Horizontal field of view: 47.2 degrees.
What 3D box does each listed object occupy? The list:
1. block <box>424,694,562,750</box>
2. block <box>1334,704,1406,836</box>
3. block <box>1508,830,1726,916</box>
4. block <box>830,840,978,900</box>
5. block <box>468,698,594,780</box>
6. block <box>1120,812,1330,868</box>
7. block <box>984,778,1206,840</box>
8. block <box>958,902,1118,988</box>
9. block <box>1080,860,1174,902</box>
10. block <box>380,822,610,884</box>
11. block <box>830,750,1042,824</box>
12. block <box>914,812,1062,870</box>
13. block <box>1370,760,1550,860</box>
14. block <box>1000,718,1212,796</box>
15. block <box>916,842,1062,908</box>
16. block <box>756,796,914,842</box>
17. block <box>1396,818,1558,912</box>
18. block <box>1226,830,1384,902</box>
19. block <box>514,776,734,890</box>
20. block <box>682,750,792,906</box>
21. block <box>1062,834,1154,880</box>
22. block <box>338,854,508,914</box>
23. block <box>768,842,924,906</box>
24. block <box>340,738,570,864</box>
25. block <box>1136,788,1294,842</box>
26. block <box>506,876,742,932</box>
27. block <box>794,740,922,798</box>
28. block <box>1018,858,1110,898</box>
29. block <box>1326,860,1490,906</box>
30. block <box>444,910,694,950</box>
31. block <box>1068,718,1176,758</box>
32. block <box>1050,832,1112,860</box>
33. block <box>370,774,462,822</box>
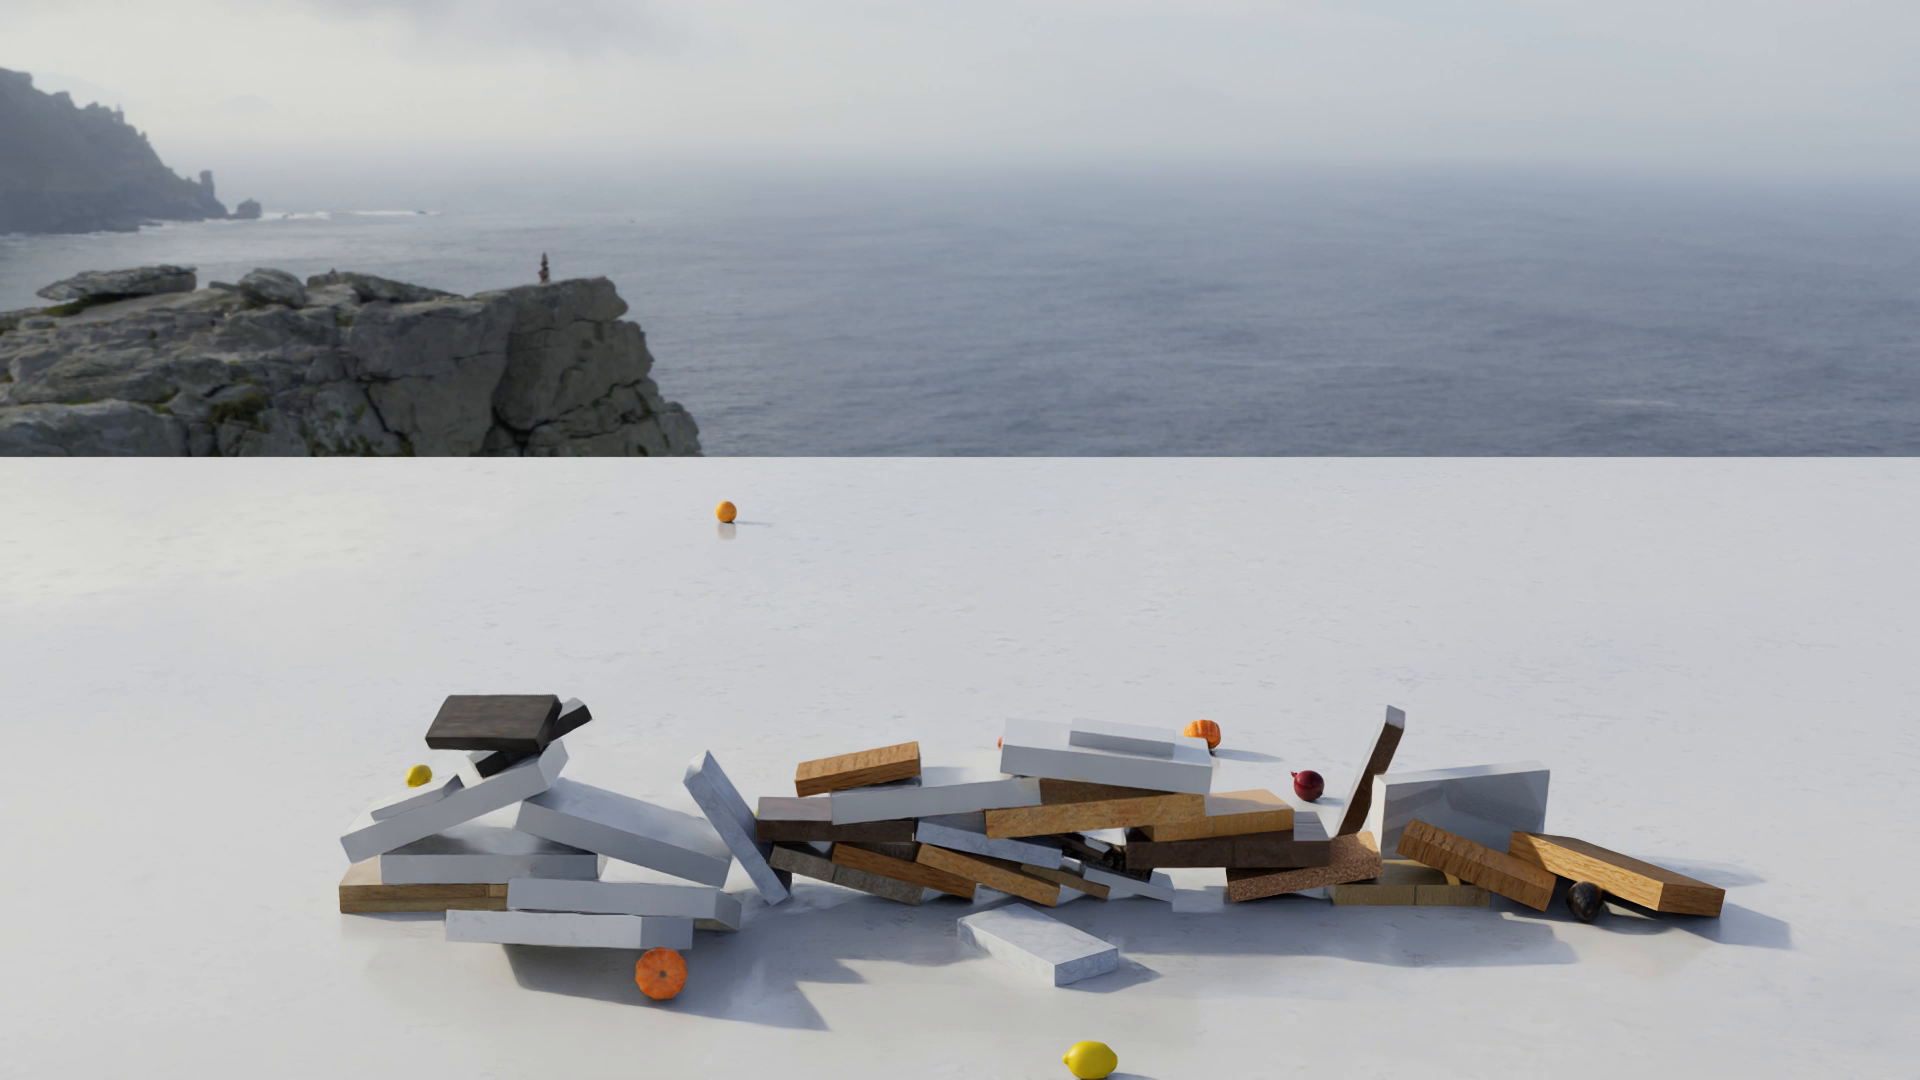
[{"bbox_3d":[-0.766,0.299,3.614,0.202,0.029,0.101,-1,40,18],"label":"block"},{"bbox_3d":[0.727,0.423,3.905,0.035,0.245,0.122,22,14,7],"label":"block"},{"bbox_3d":[1.084,0.551,3.646,0.159,0.045,0.318,11,3,-34],"label":"block"},{"bbox_3d":[-0.093,0.530,3.652,0.240,0.034,0.120,16,10,-5],"label":"block"},{"bbox_3d":[-0.714,0.328,3.648,0.203,0.029,0.101,-29,12,-16],"label":"block"},{"bbox_3d":[0.438,0.499,3.665,0.332,0.045,0.159,-1,10,1],"label":"block"},{"bbox_3d":[0.217,0.430,3.635,0.355,0.048,0.169,-5,11,-1],"label":"block"},{"bbox_3d":[0.118,0.623,3.397,0.122,0.035,0.245,-8,13,-35],"label":"block"},{"bbox_3d":[0.277,0.561,3.657,0.152,0.022,0.076,15,10,-4],"label":"block"},{"bbox_3d":[-0.766,0.519,3.659,0.351,0.050,0.176,0,11,-1],"label":"block"},{"bbox_3d":[-0.041,0.405,3.628,0.338,0.048,0.169,-6,11,0],"label":"block"},{"bbox_3d":[0.045,0.487,3.639,0.240,0.034,0.120,12,10,-4],"label":"block"},{"bbox_3d":[0.867,0.478,3.827,0.318,0.159,0.045,-3,17,-17],"label":"block"},{"bbox_3d":[0.238,0.354,3.613,0.338,0.048,0.169,6,10,1],"label":"block"},{"bbox_3d":[0.045,0.536,3.648,0.240,0.034,0.120,19,9,-5],"label":"block"},{"bbox_3d":[-0.207,0.462,3.642,0.255,0.036,0.127,1,11,-3],"label":"block"},{"bbox_3d":[0.855,0.536,3.638,0.253,0.036,0.126,21,11,16],"label":"block"},{"bbox_3d":[0.571,0.544,3.671,0.253,0.036,0.126,-11,10,6],"label":"block"},{"bbox_3d":[-0.548,0.480,3.648,0.351,0.050,0.176,17,9,-4],"label":"block"},{"bbox_3d":[-0.366,0.476,3.645,0.036,0.255,0.127,-33,10,4],"label":"block"},{"bbox_3d":[0.245,0.526,3.672,0.152,0.022,0.076,16,10,0],"label":"block"},{"bbox_3d":[-0.850,0.567,3.666,0.329,0.047,0.165,-1,11,-4],"label":"block"},{"bbox_3d":[-0.187,0.538,3.659,0.255,0.036,0.127,16,10,-5],"label":"block"},{"bbox_3d":[-0.834,0.426,3.644,0.351,0.050,0.176,-21,10,5],"label":"block"},{"bbox_3d":[0.419,0.458,3.665,0.245,0.035,0.122,-3,10,-14],"label":"block"},{"bbox_3d":[-0.524,0.572,3.448,0.329,0.047,0.165,2,-16,8],"label":"block"},{"bbox_3d":[-0.166,0.376,3.612,0.203,0.029,0.101,-11,11,2],"label":"block"},{"bbox_3d":[0.172,0.551,3.656,0.152,0.022,0.076,19,9,-6],"label":"block"},{"bbox_3d":[0.743,0.572,3.670,0.253,0.036,0.126,0,11,1],"label":"block"},{"bbox_3d":[-0.589,0.589,3.322,0.329,0.047,0.165,-2,-11,20],"label":"block"},{"bbox_3d":[0.266,0.323,3.599,0.170,0.024,0.085,7,11,5],"label":"block"},{"bbox_3d":[0.201,0.501,3.632,0.093,0.013,0.046,20,10,17],"label":"block"},{"bbox_3d":[-0.887,0.421,3.588,0.136,0.019,0.068,-19,10,14],"label":"block"}]
